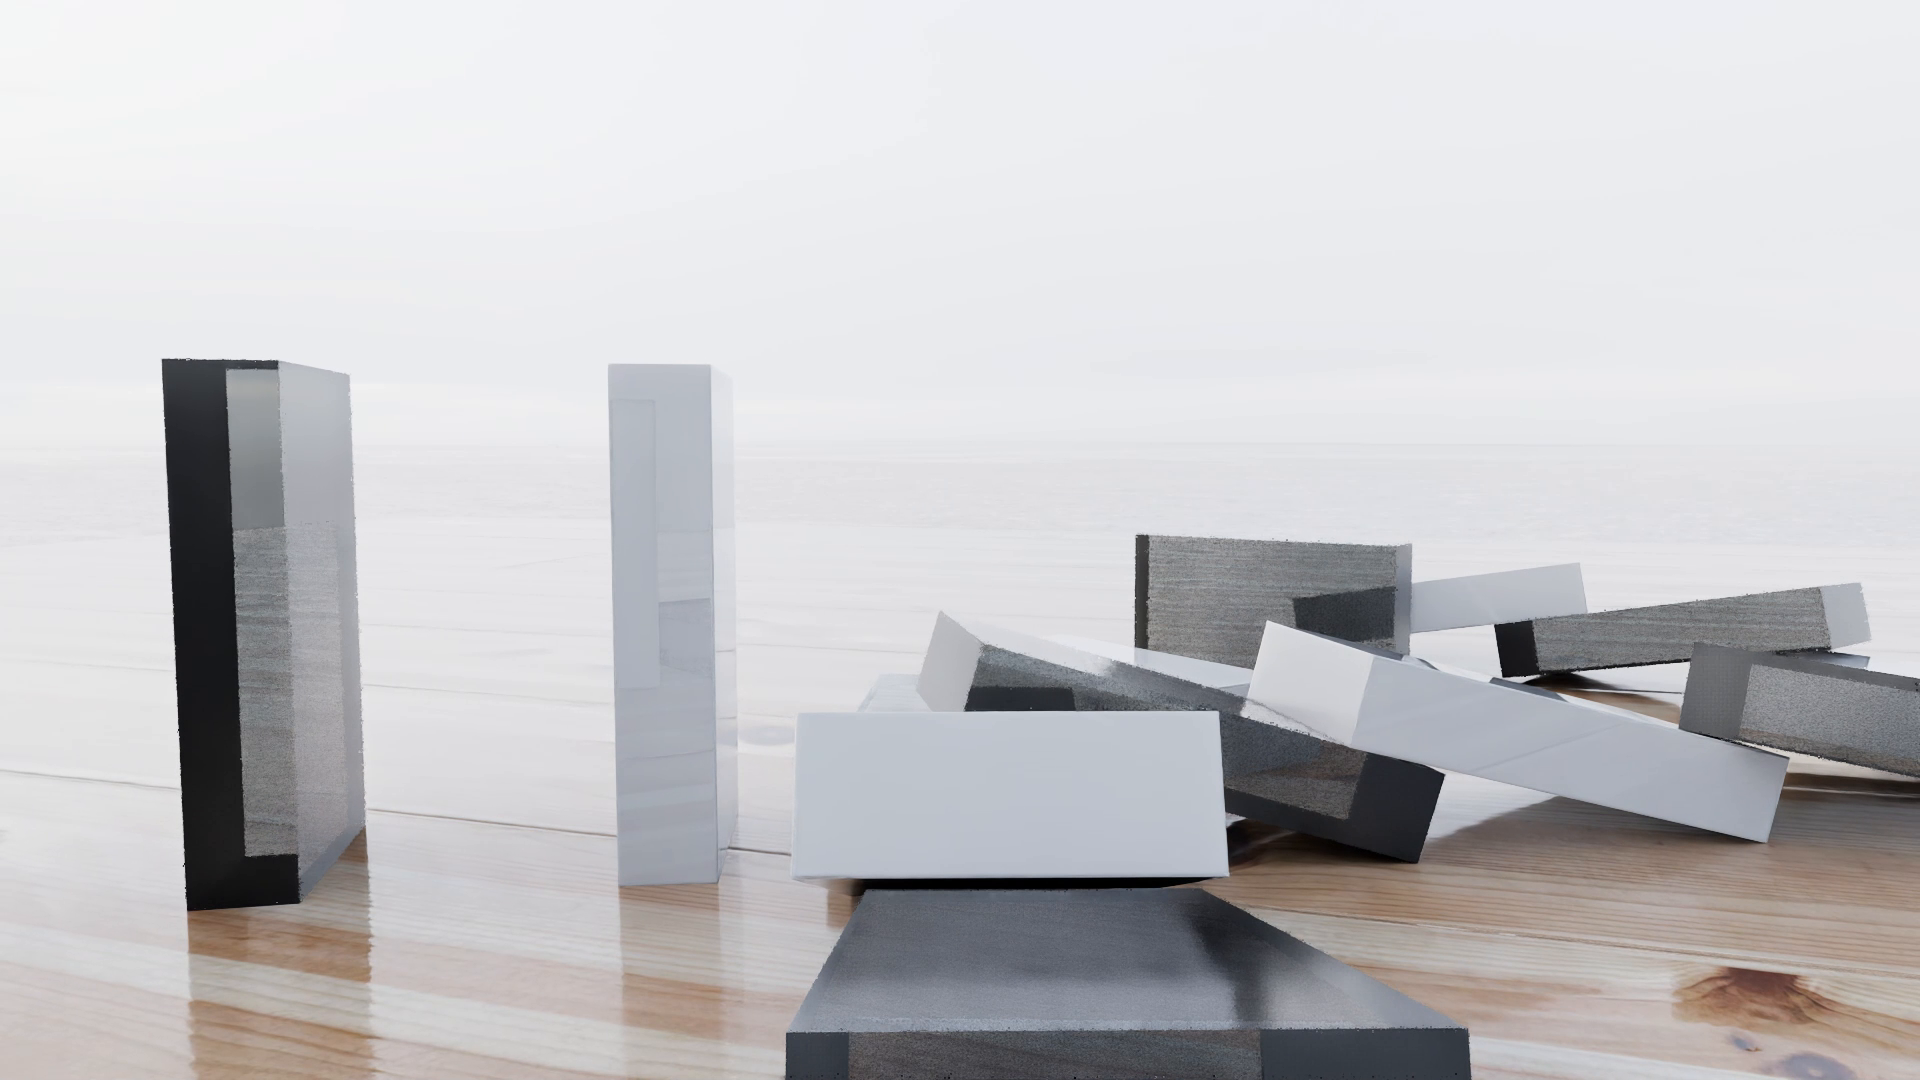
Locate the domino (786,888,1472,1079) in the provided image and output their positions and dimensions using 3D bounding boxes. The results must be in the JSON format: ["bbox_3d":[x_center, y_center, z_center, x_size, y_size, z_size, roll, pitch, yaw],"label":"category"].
[{"bbox_3d":[0.006,0.027,0.071,0.025,0.010,0.050,0,-9,-1],"label":"domino"}]

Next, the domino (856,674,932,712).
[{"bbox_3d":[0.000,0.026,0.159,0.025,0.009,0.050,0,4,3],"label":"domino"}]

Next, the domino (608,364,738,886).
[{"bbox_3d":[-0.029,0.007,0.134,0.009,0.050,0.025,0,4,-5],"label":"domino"}]

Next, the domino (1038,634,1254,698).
[{"bbox_3d":[0.022,0.023,0.196,0.025,0.010,0.050,-3,5,-35],"label":"domino"}]

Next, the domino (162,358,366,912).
[{"bbox_3d":[-0.068,0.008,0.128,0.010,0.050,0.025,-1,4,-12],"label":"domino"}]

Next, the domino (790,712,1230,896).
[{"bbox_3d":[0.003,0.022,0.098,0.025,0.009,0.050,0,-17,-1],"label":"domino"}]

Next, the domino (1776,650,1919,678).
[{"bbox_3d":[0.139,0.024,0.181,0.025,0.009,0.050,-3,5,-31],"label":"domino"}]

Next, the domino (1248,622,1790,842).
[{"bbox_3d":[0.061,0.021,0.144,0.050,0.009,0.025,14,2,-11],"label":"domino"}]

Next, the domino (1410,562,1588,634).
[{"bbox_3d":[0.094,0.013,0.253,0.050,0.009,0.025,-9,-7,20],"label":"domino"}]

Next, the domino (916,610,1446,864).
[{"bbox_3d":[0.022,0.020,0.138,0.050,0.009,0.025,17,1,-11],"label":"domino"}]

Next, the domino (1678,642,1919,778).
[{"bbox_3d":[0.103,0.021,0.148,0.025,0.010,0.050,10,-2,42],"label":"domino"}]

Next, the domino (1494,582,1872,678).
[{"bbox_3d":[0.121,0.016,0.218,0.025,0.009,0.050,0,-9,-43],"label":"domino"}]

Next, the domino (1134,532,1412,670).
[{"bbox_3d":[0.057,0.012,0.239,0.050,0.025,0.010,3,5,35],"label":"domino"}]
